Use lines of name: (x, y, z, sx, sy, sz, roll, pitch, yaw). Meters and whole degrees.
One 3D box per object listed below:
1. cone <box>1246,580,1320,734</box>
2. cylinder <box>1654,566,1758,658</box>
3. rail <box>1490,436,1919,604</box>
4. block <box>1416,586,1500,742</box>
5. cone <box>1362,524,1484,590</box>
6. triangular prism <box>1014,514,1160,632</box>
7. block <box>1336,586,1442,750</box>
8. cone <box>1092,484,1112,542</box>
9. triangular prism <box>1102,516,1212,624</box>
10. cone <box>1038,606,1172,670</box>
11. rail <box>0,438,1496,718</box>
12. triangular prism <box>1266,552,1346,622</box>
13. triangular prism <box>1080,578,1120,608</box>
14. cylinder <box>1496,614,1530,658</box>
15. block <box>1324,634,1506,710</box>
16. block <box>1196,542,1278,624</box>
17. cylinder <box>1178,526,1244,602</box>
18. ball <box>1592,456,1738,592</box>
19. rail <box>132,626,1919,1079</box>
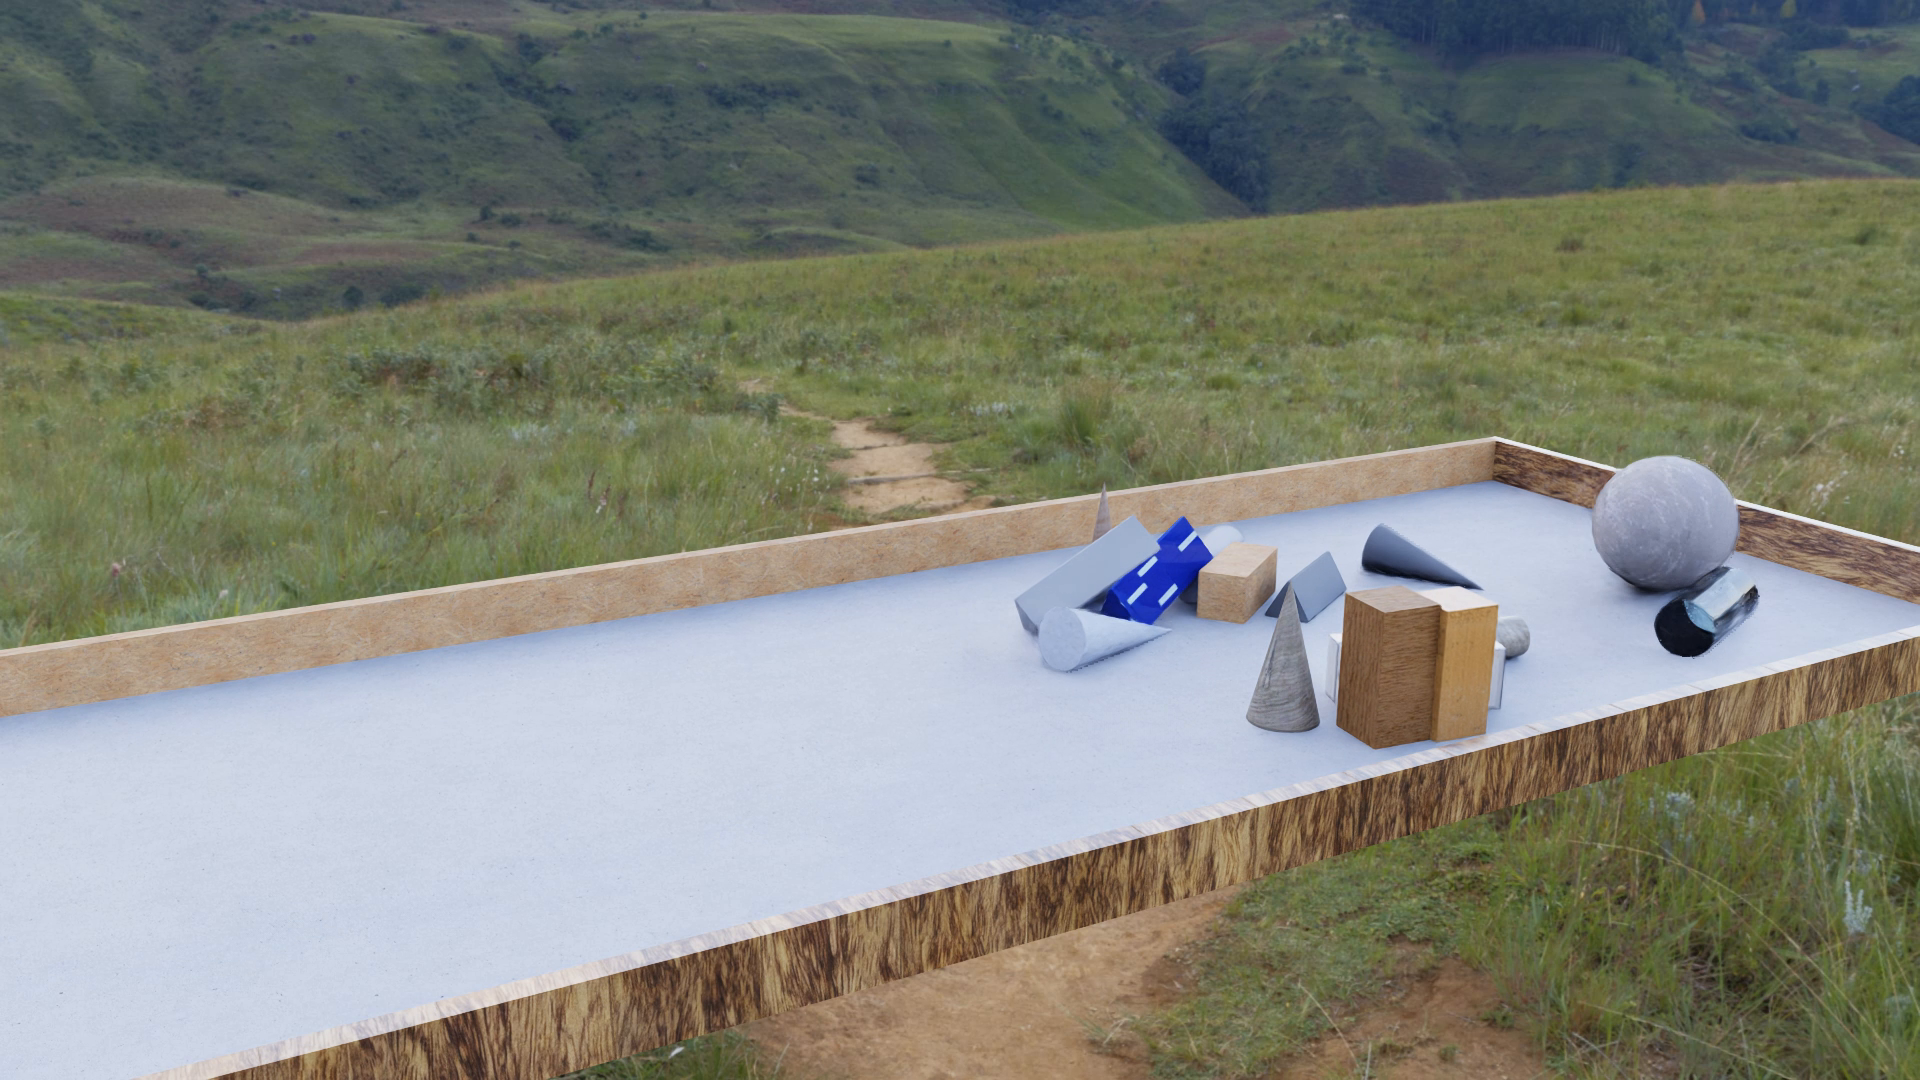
cone: (0.766, 0.257, 3.863, 0.173, 0.349, 0.173, 0, 16, 0)
cylinder: (2.011, 0.190, 4.438, 0.153, 0.153, 0.388, 13, 21, 38)
rail: (2.466, -0.048, 5.253, 0.050, 0.150, 2.100, -9, 18, -27)
block: (1.128, 0.286, 3.814, 0.140, 0.318, 0.140, -6, 18, -21)
cone: (1.404, 0.084, 4.945, 0.369, 0.141, 0.141, 24, 27, 32)
triangular prism: (0.337, 0.088, 4.508, 0.417, 0.106, 0.123, -35, 16, -15)
block: (0.981, 0.290, 3.786, 0.152, 0.328, 0.152, -6, 18, -21)
cone: (0.421, -0.020, 4.852, 0.115, 0.322, 0.115, 0, 16, 0)
triangular prism: (0.536, 0.086, 4.597, 0.152, 0.132, 0.369, 13, 42, 39)
cone: (0.424, 0.249, 4.364, 0.451, 0.165, 0.165, -1, 13, -43)
rail: (-3.305, 0.497, 3.399, 12.000, 0.150, 0.050, -9, 18, -27)
triangular prism: (0.996, 0.126, 4.722, 0.126, 0.109, 0.339, 9, 19, 29)
triangular prism: (0.444, 0.099, 4.793, 0.319, 0.098, 0.085, -15, 52, -42)
cylinder: (1.266, 0.271, 4.241, 0.409, 0.108, 0.108, -7, 18, -21)
block: (1.101, 0.318, 3.998, 0.385, 0.154, 0.154, -2, 16, -7)
block: (0.795, 0.119, 4.709, 0.136, 0.136, 0.323, 8, 18, 25)
cylinder: (0.740, 0.067, 4.913, 0.121, 0.121, 0.420, 7, 18, 21)
ball: (2.054, -0.047, 4.815, 0.395, 0.395, 0.395, 0, 16, 0)
rail: (-2.336, 1.006, 1.665, 12.000, 0.150, 0.050, -9, 18, -27)
